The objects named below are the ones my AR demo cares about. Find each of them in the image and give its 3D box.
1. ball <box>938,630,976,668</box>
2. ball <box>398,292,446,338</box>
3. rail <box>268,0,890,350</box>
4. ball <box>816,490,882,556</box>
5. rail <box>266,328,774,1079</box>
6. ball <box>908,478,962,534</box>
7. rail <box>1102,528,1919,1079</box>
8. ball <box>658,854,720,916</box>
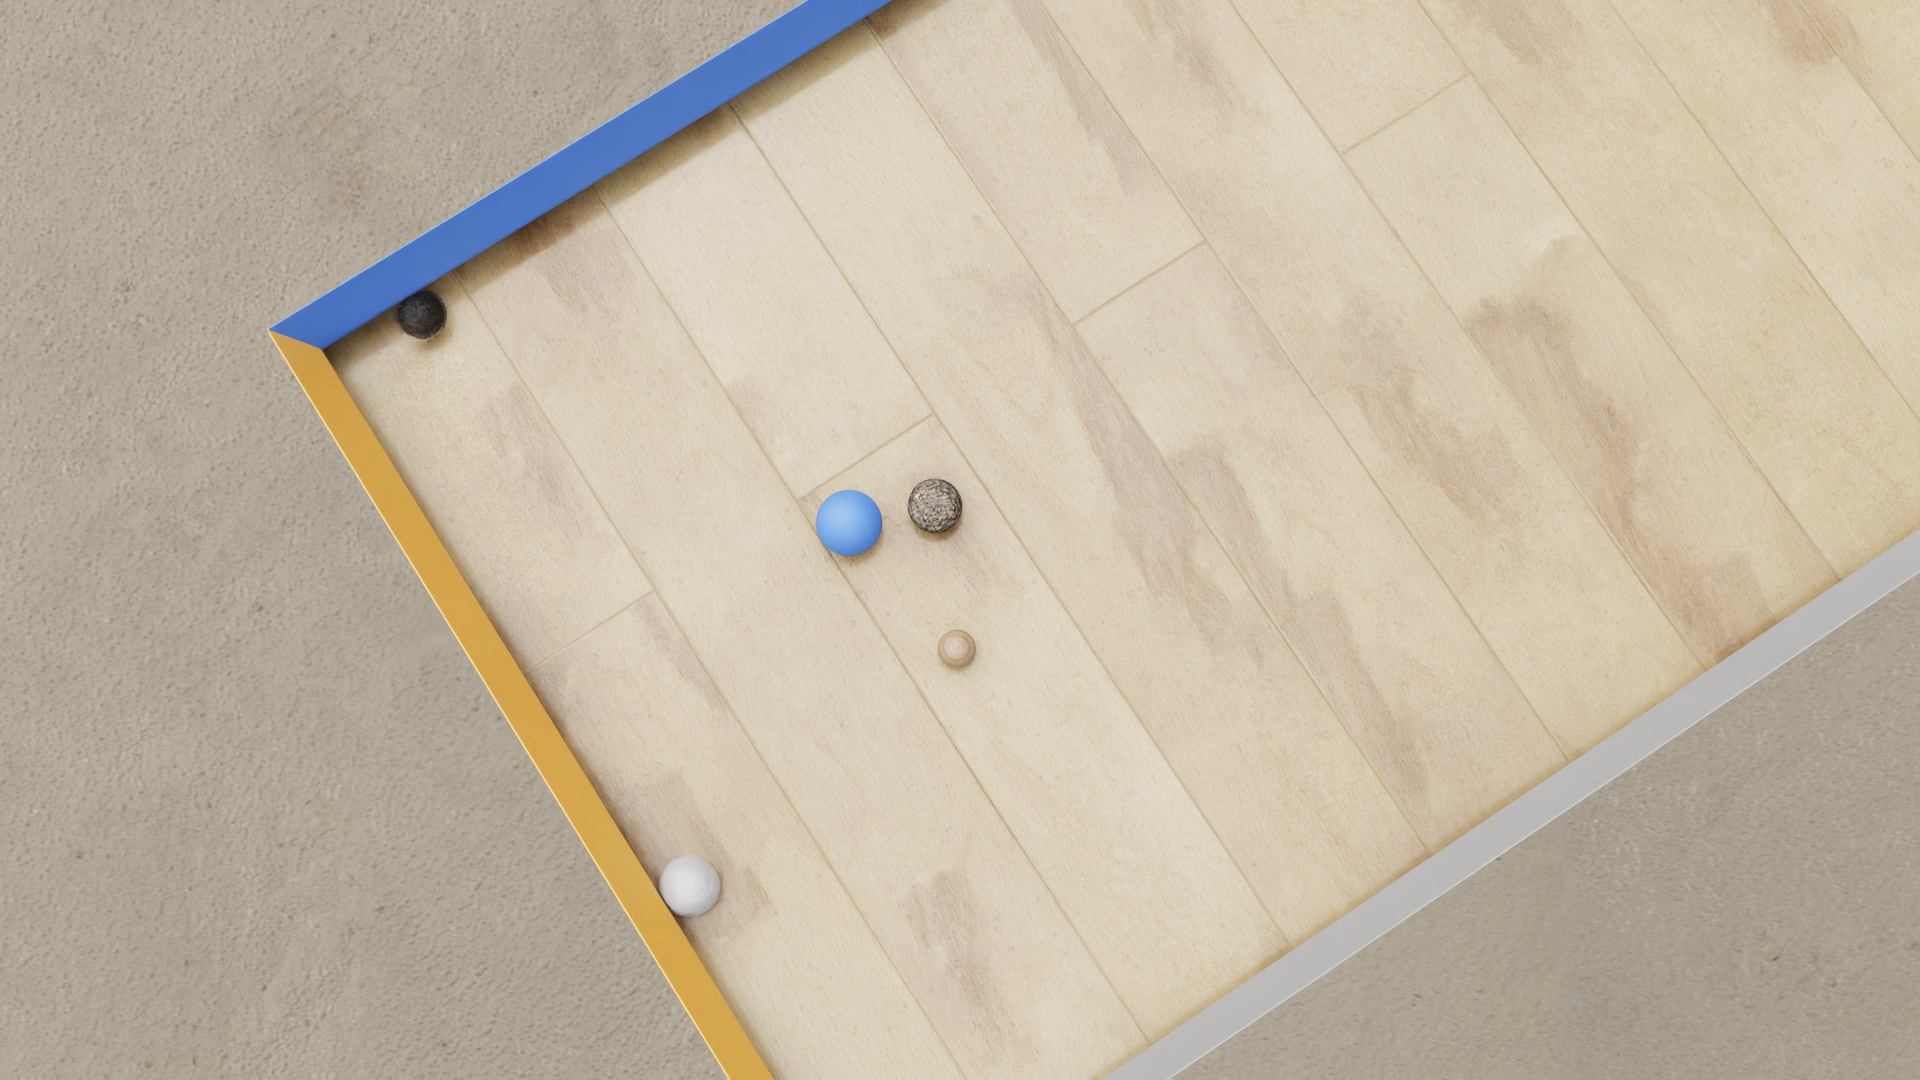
[{"bbox_3d":[-0.005,0.161,3.260,0.058,0.058,0.058,0,80,0],"label":"ball"},{"bbox_3d":[-0.818,-0.341,3.339,0.071,0.071,0.071,0,80,0],"label":"ball"},{"bbox_3d":[0.153,-1.025,3.426,2.773,0.128,0.045,-33,82,-5],"label":"rail"},{"bbox_3d":[-0.165,-0.025,3.271,0.099,0.099,0.099,0,80,0],"label":"ball"},{"bbox_3d":[-0.561,0.356,3.189,0.045,0.128,1.618,-33,82,-5],"label":"rail"},{"bbox_3d":[-0.037,-0.051,3.284,0.082,0.082,0.082,0,80,0],"label":"ball"},{"bbox_3d":[1.009,0.272,3.204,2.773,0.128,0.045,-33,82,-5],"label":"rail"},{"bbox_3d":[-0.392,0.501,3.186,0.089,0.089,0.089,0,80,0],"label":"ball"}]
